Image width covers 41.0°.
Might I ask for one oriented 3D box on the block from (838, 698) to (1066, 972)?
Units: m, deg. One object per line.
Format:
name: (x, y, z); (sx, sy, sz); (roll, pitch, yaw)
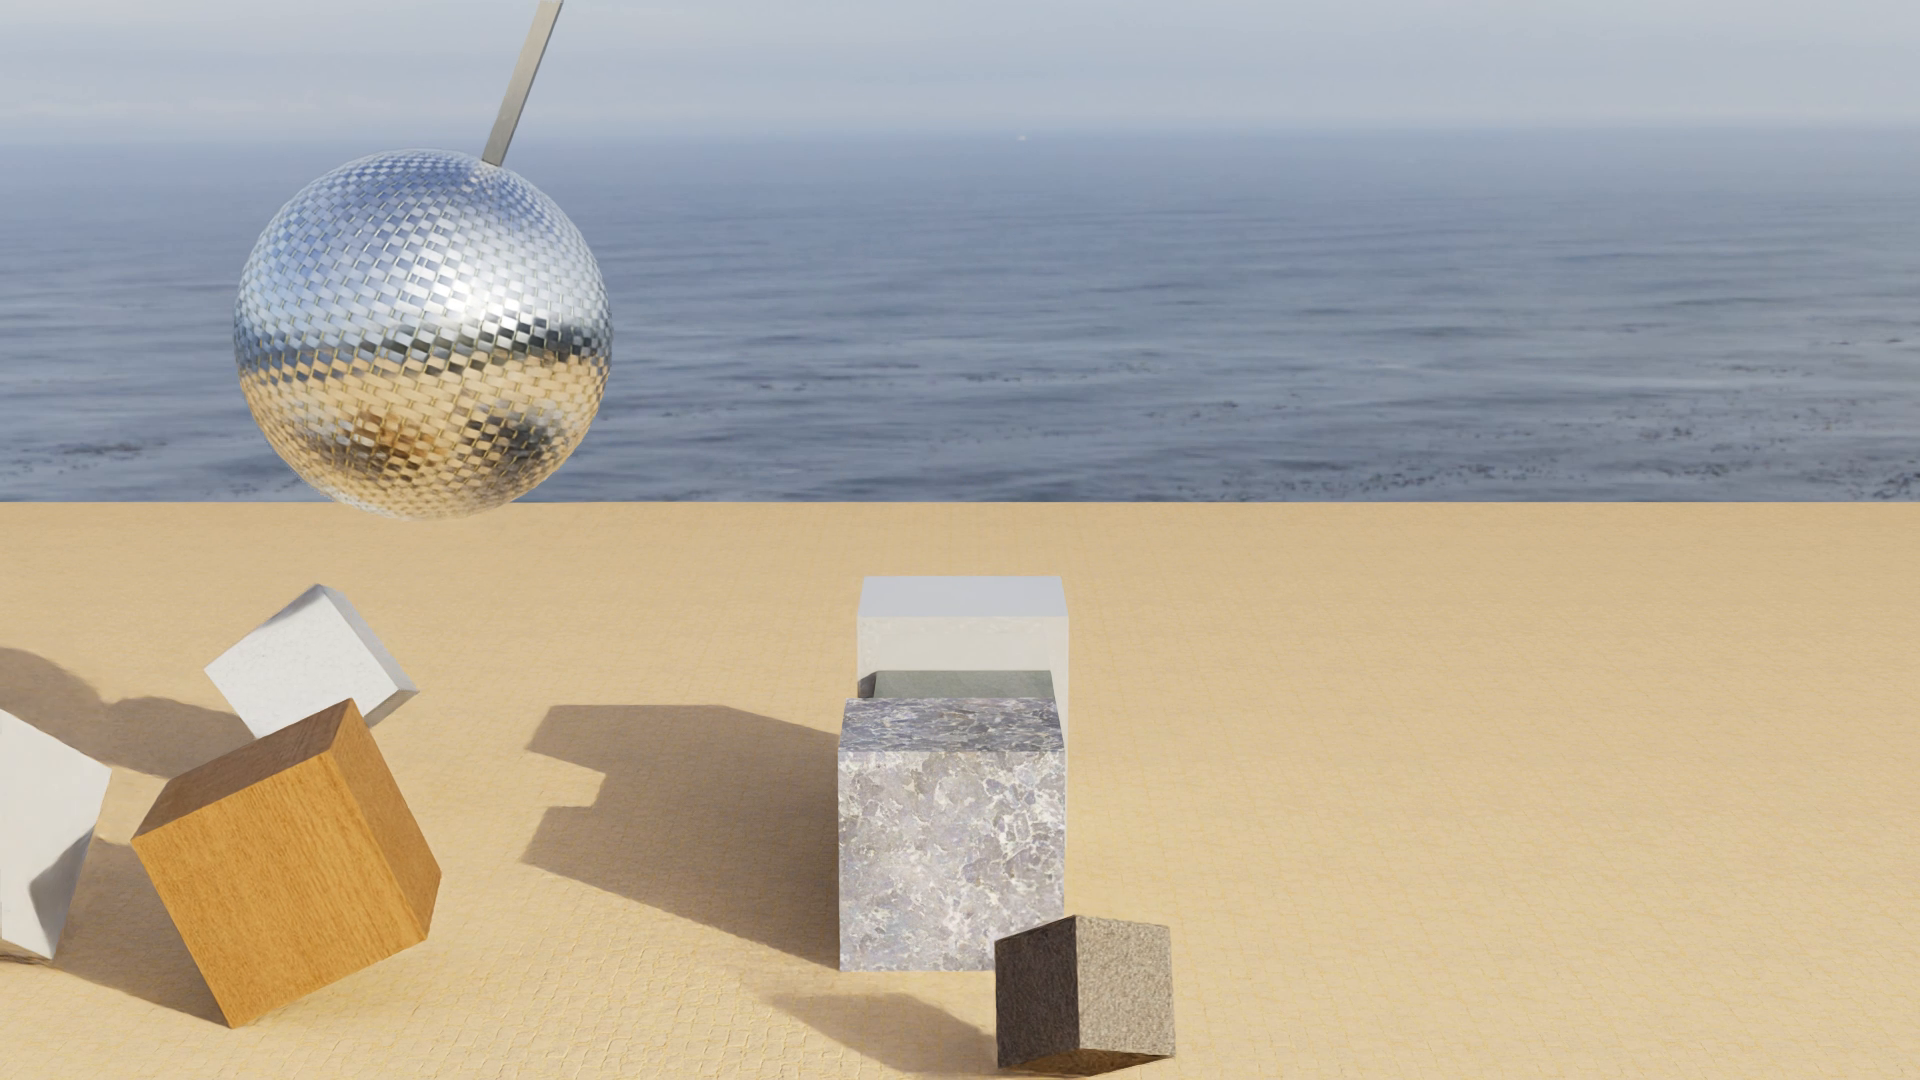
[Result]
block: (-0.036, 1.189, 10.522); (0.887, 0.896, 0.884); (0, 10, 0)

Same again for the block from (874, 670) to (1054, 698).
block: (0.019, 1.070, 11.339); (0.787, 0.838, 0.743); (0, 10, 0)

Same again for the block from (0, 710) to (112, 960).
block: (-4.071, 1.124, 10.136); (0.883, 0.796, 0.816); (1, -24, 22)

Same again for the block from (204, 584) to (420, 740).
block: (-3.196, 0.697, 12.710); (0.670, 0.647, 0.763); (-38, -1, -6)

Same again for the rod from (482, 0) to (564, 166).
rod: (-0.994, -3.967, 10.459); (0.080, 5.200, 0.080); (22, 10, -4)

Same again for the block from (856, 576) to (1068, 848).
block: (0.013, 0.794, 12.162); (0.958, 1.085, 0.955); (0, 10, 0)

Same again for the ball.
ball: (-2.294, -0.876, 11.021); (1.600, 1.600, 1.600); (0, 10, 0)

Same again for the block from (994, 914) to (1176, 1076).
block: (0.427, 1.578, 8.852); (0.400, 0.446, 0.494); (12, -24, -31)

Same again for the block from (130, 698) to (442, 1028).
block: (-2.564, 1.222, 9.878); (0.792, 0.810, 0.820); (-25, 12, -3)
